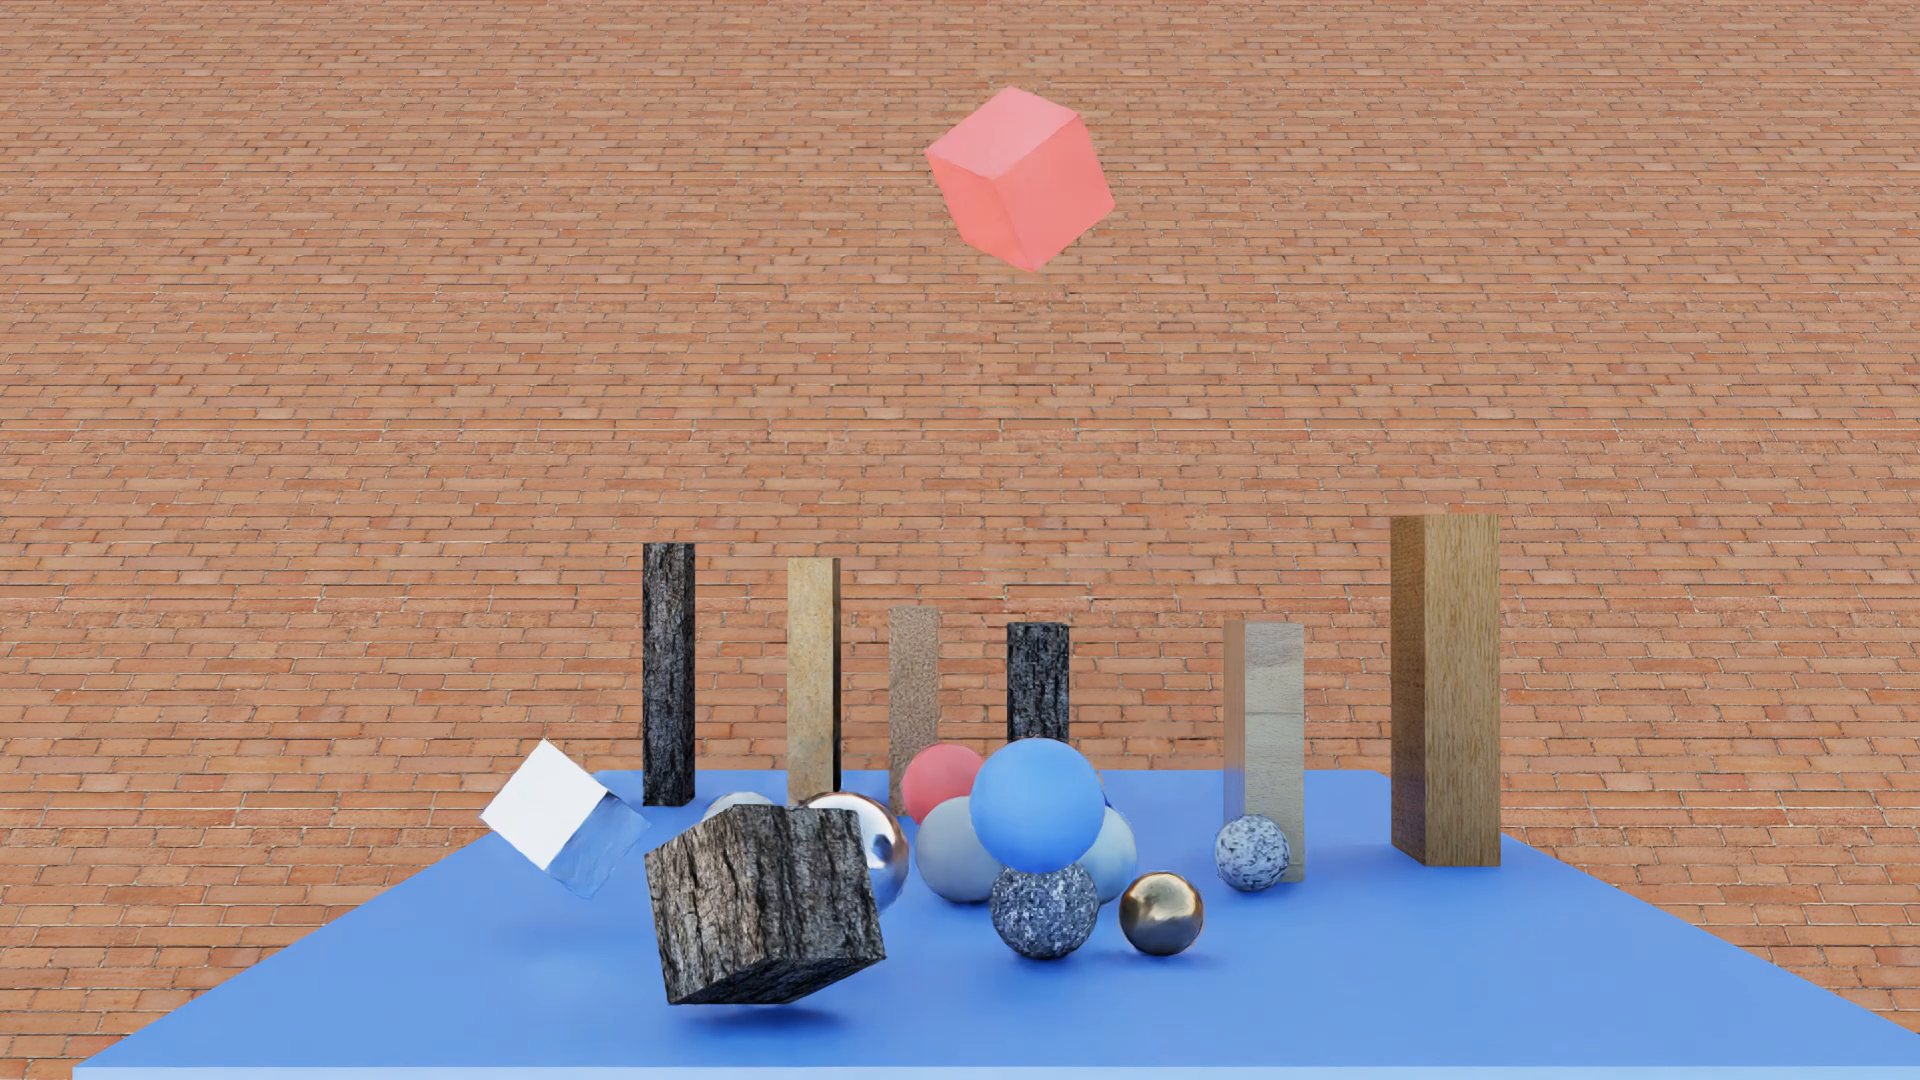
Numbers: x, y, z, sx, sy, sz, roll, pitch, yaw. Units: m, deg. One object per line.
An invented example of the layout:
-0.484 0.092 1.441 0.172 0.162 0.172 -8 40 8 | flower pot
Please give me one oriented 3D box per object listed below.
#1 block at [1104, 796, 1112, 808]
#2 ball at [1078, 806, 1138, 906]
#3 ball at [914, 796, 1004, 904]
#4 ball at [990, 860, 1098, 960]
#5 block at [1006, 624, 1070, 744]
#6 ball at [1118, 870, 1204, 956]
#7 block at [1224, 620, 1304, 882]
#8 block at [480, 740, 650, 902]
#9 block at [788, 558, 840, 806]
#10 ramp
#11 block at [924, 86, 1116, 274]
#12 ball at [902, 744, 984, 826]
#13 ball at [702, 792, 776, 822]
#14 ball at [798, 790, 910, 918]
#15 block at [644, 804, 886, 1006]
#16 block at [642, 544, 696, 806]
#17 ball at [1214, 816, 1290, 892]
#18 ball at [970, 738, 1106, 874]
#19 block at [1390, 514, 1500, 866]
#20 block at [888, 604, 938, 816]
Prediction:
0.149 0.431 4.172 0.128 0.128 0.128 -44 47 -15 | block
0.189 0.483 3.980 0.165 0.165 0.165 0 32 0 | ball
0.012 0.482 4.034 0.168 0.168 0.168 0 32 0 | ball
0.112 0.487 3.459 0.146 0.146 0.146 0 32 0 | ball
0.159 0.378 5.340 0.119 0.406 0.321 0 -1 0 | block
0.271 0.503 3.486 0.114 0.114 0.114 0 32 0 | ball
0.523 0.356 4.482 0.098 0.429 0.350 0 -1 0 | block
-0.580 0.413 3.813 0.146 0.146 0.146 33 80 31 | block
-0.318 0.312 5.685 0.094 0.544 0.391 0 -1 0 | block
0.071 0.624 4.711 2.000 0.100 4.000 0 -1 0 | ramp
0.066 -0.398 2.855 0.128 0.128 0.128 -40 40 -17 | block
-0.023 0.487 5.051 0.181 0.181 0.181 0 32 0 | ball
-0.365 0.497 4.365 0.146 0.146 0.146 0 32 0 | ball
-0.156 0.419 3.390 0.182 0.182 0.182 0 32 0 | ball
-0.228 0.426 3.016 0.181 0.181 0.181 9 60 -43 | block
-0.651 0.297 5.804 0.090 0.578 0.246 0 -1 0 | block
0.470 0.506 4.173 0.123 0.123 0.123 0 32 0 | ball
0.099 0.338 3.303 0.173 0.173 0.173 0 32 0 | ball
0.881 0.265 4.719 0.132 0.616 0.360 0 -1 0 | block
-0.101 0.365 5.699 0.101 0.438 0.443 0 -1 0 | block
